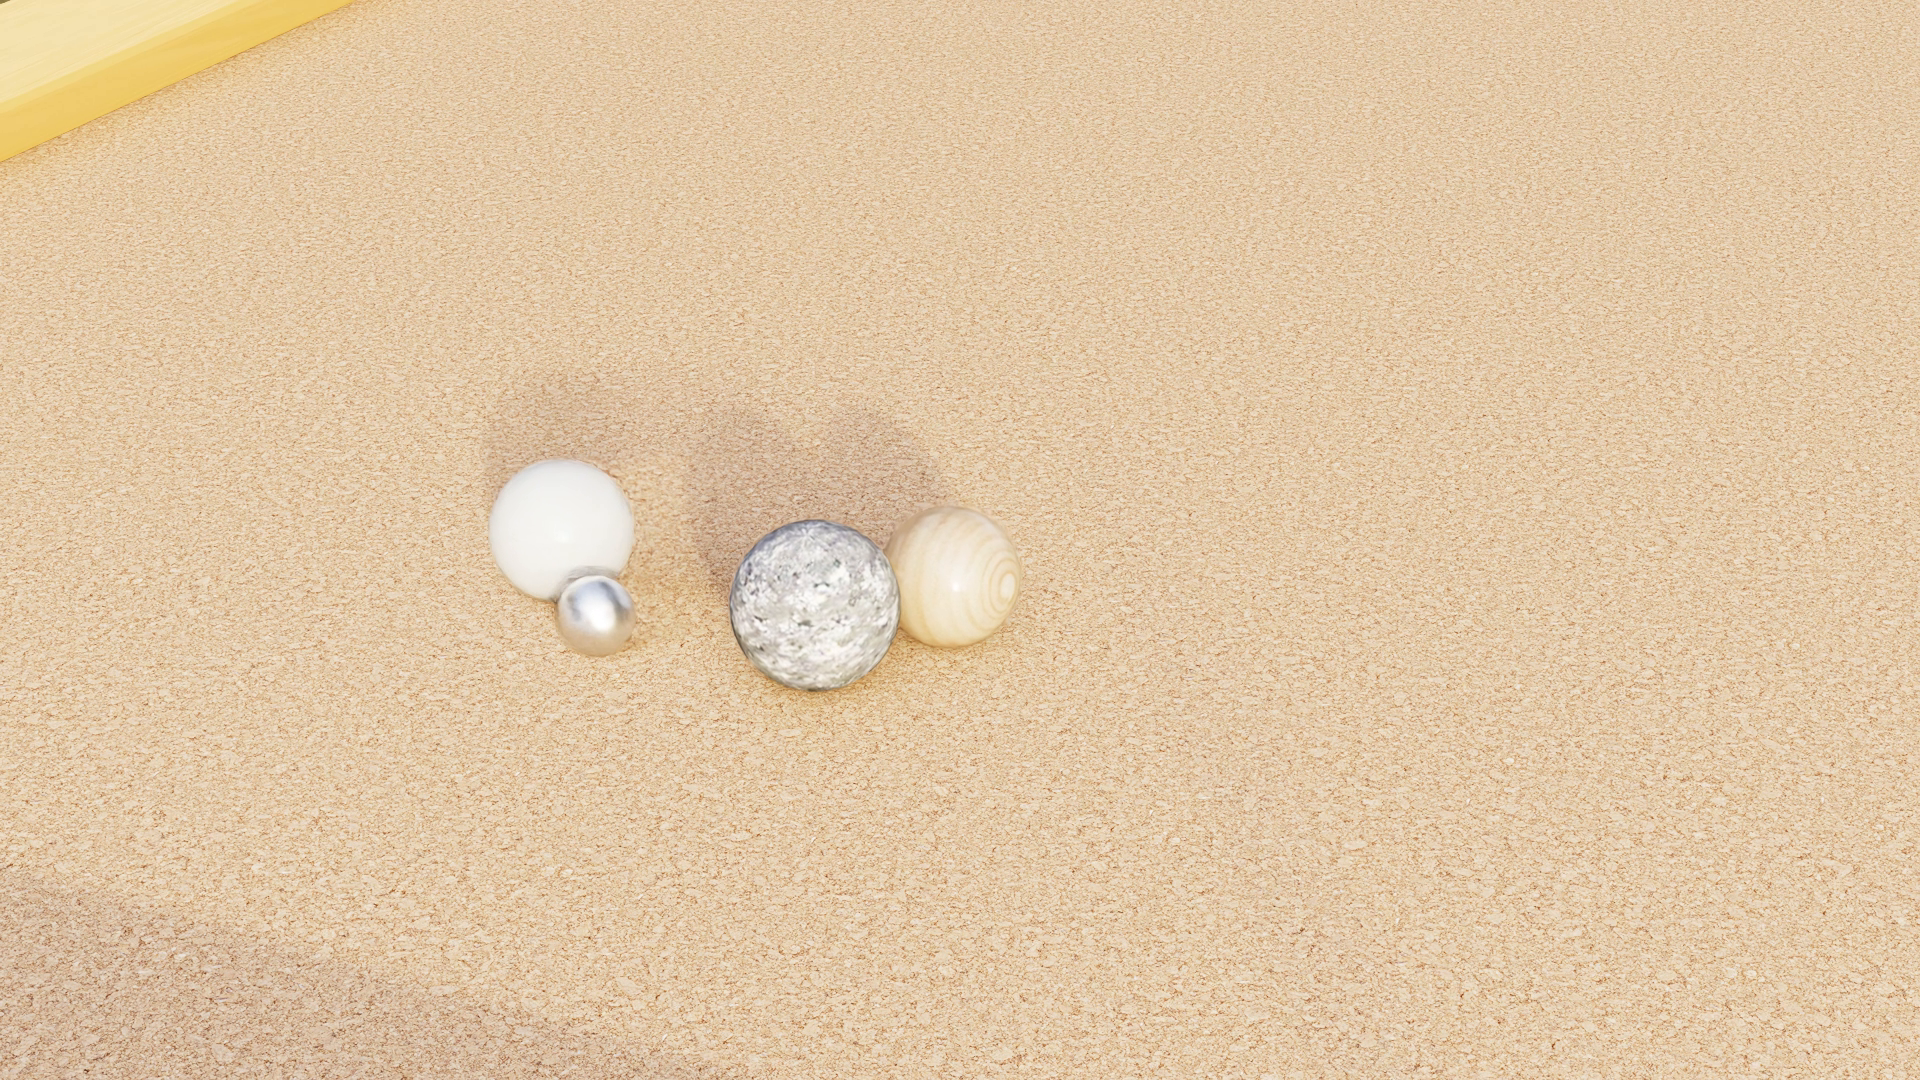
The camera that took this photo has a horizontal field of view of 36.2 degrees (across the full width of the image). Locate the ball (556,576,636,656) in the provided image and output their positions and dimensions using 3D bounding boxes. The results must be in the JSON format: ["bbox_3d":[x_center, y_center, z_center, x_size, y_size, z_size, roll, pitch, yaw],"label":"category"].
[{"bbox_3d":[-0.211,0.044,1.699,0.046,0.046,0.046,0,27,0],"label":"ball"}]

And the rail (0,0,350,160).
[{"bbox_3d":[-0.581,-0.576,2.836,0.045,0.126,3.540,11,29,21],"label":"rail"}]

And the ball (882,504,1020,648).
[{"bbox_3d":[-0.006,0.021,1.704,0.083,0.083,0.083,0,27,0],"label":"ball"}]

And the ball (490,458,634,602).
[{"bbox_3d":[-0.237,-0.006,1.753,0.086,0.086,0.086,0,27,0],"label":"ball"}]

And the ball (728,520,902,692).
[{"bbox_3d":[-0.081,0.037,1.657,0.097,0.097,0.097,0,27,0],"label":"ball"}]
